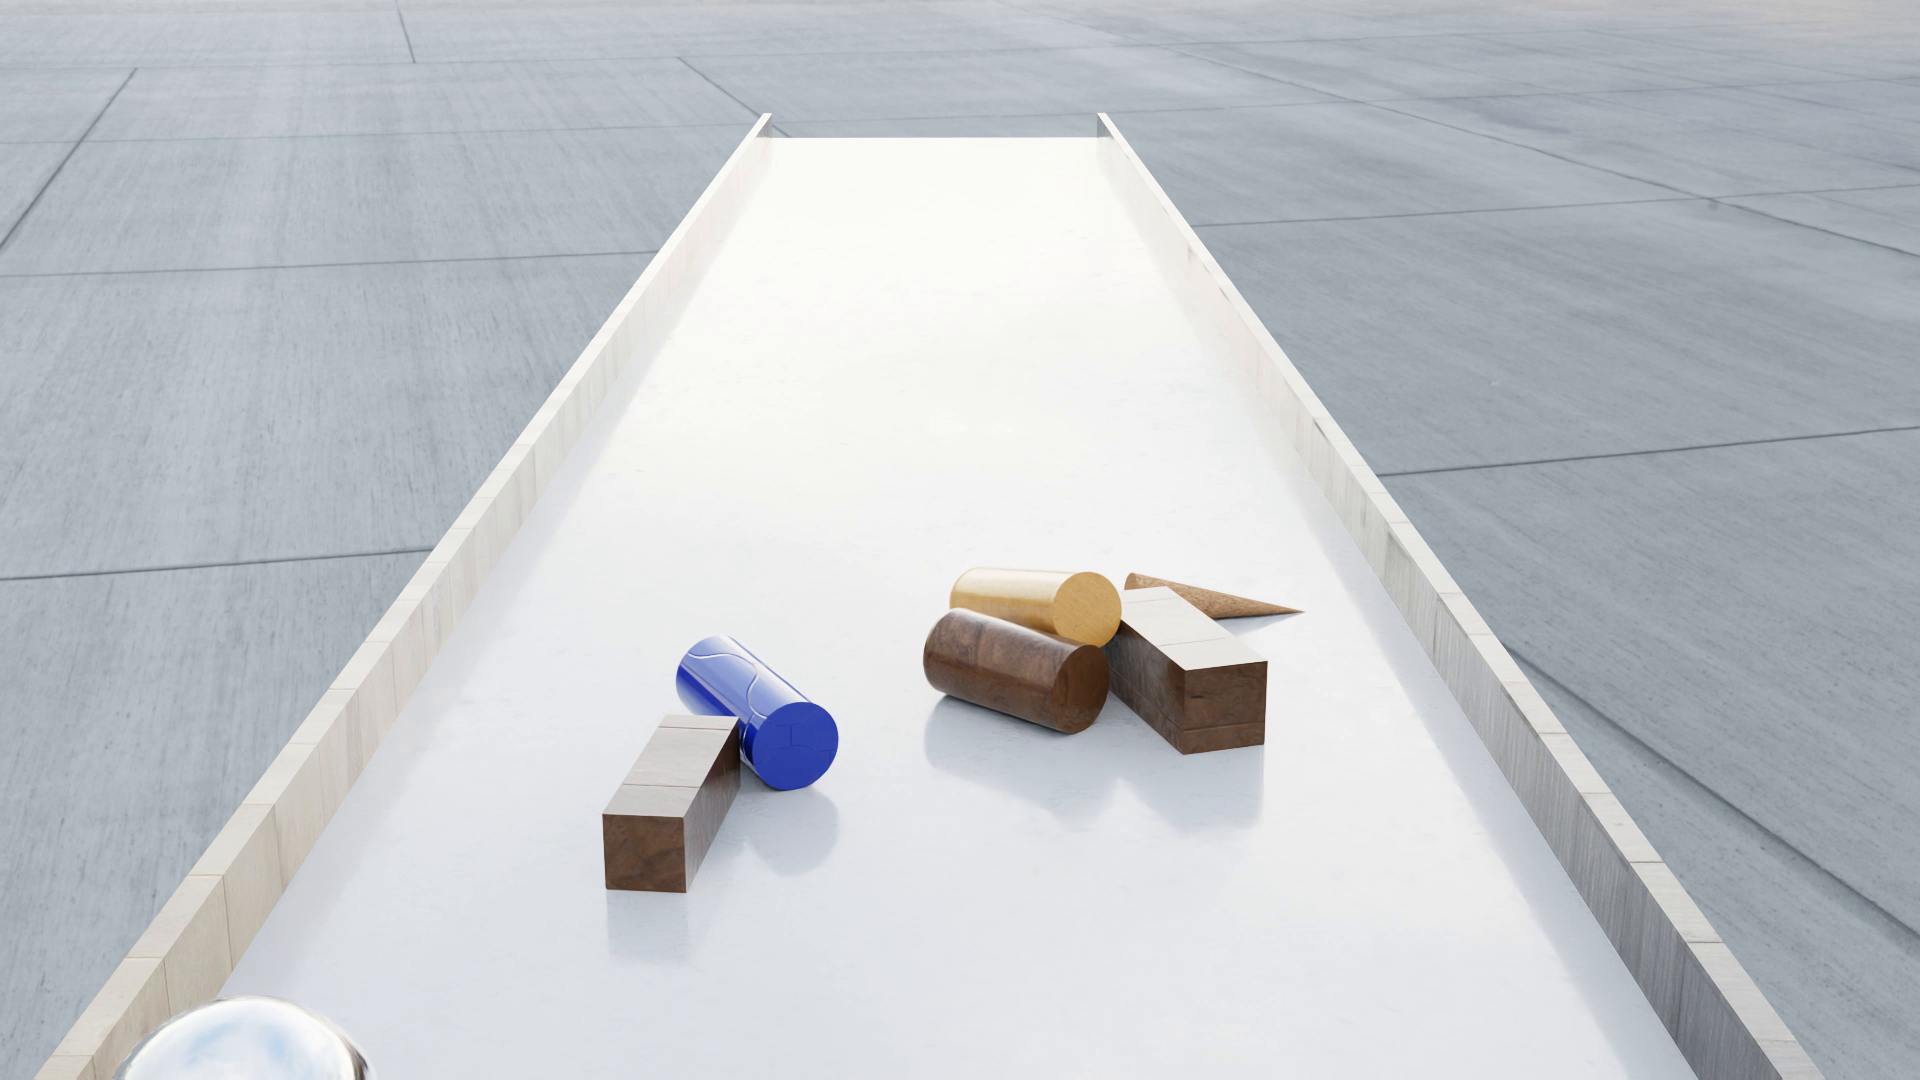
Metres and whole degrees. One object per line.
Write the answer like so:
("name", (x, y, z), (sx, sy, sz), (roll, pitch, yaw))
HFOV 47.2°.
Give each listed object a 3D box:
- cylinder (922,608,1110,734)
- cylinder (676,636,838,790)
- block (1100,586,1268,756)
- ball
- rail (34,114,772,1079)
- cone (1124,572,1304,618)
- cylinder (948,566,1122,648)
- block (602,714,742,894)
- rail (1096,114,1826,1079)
("cylinder", (0.104, 0.242, 4.120), (0.319, 0.168, 0.168), (15, 22, 40))
("cylinder", (-0.367, 0.303, 3.925), (0.160, 0.160, 0.385), (-8, 18, -26))
("block", (0.403, 0.238, 4.143), (0.162, 0.162, 0.458), (-5, 17, -17))
("ball", (-0.795, 0.666, 2.437), (0.314, 0.314, 0.314), (0, 17, 0))
("rail", (-1.118, -0.838, 7.780), (0.050, 0.150, 12.000), (0, 17, -1))
("cone", (0.551, 0.138, 4.664), (0.398, 0.110, 0.110), (5, 15, -13))
("cylinder", (0.142, 0.131, 4.335), (0.149, 0.149, 0.456), (-8, 4, -25))
("block", (-0.464, 0.422, 3.584), (0.127, 0.127, 0.425), (2, 17, 6))
("rail", (0.932, -0.844, 7.801), (0.050, 0.150, 12.000), (0, 17, -1))
